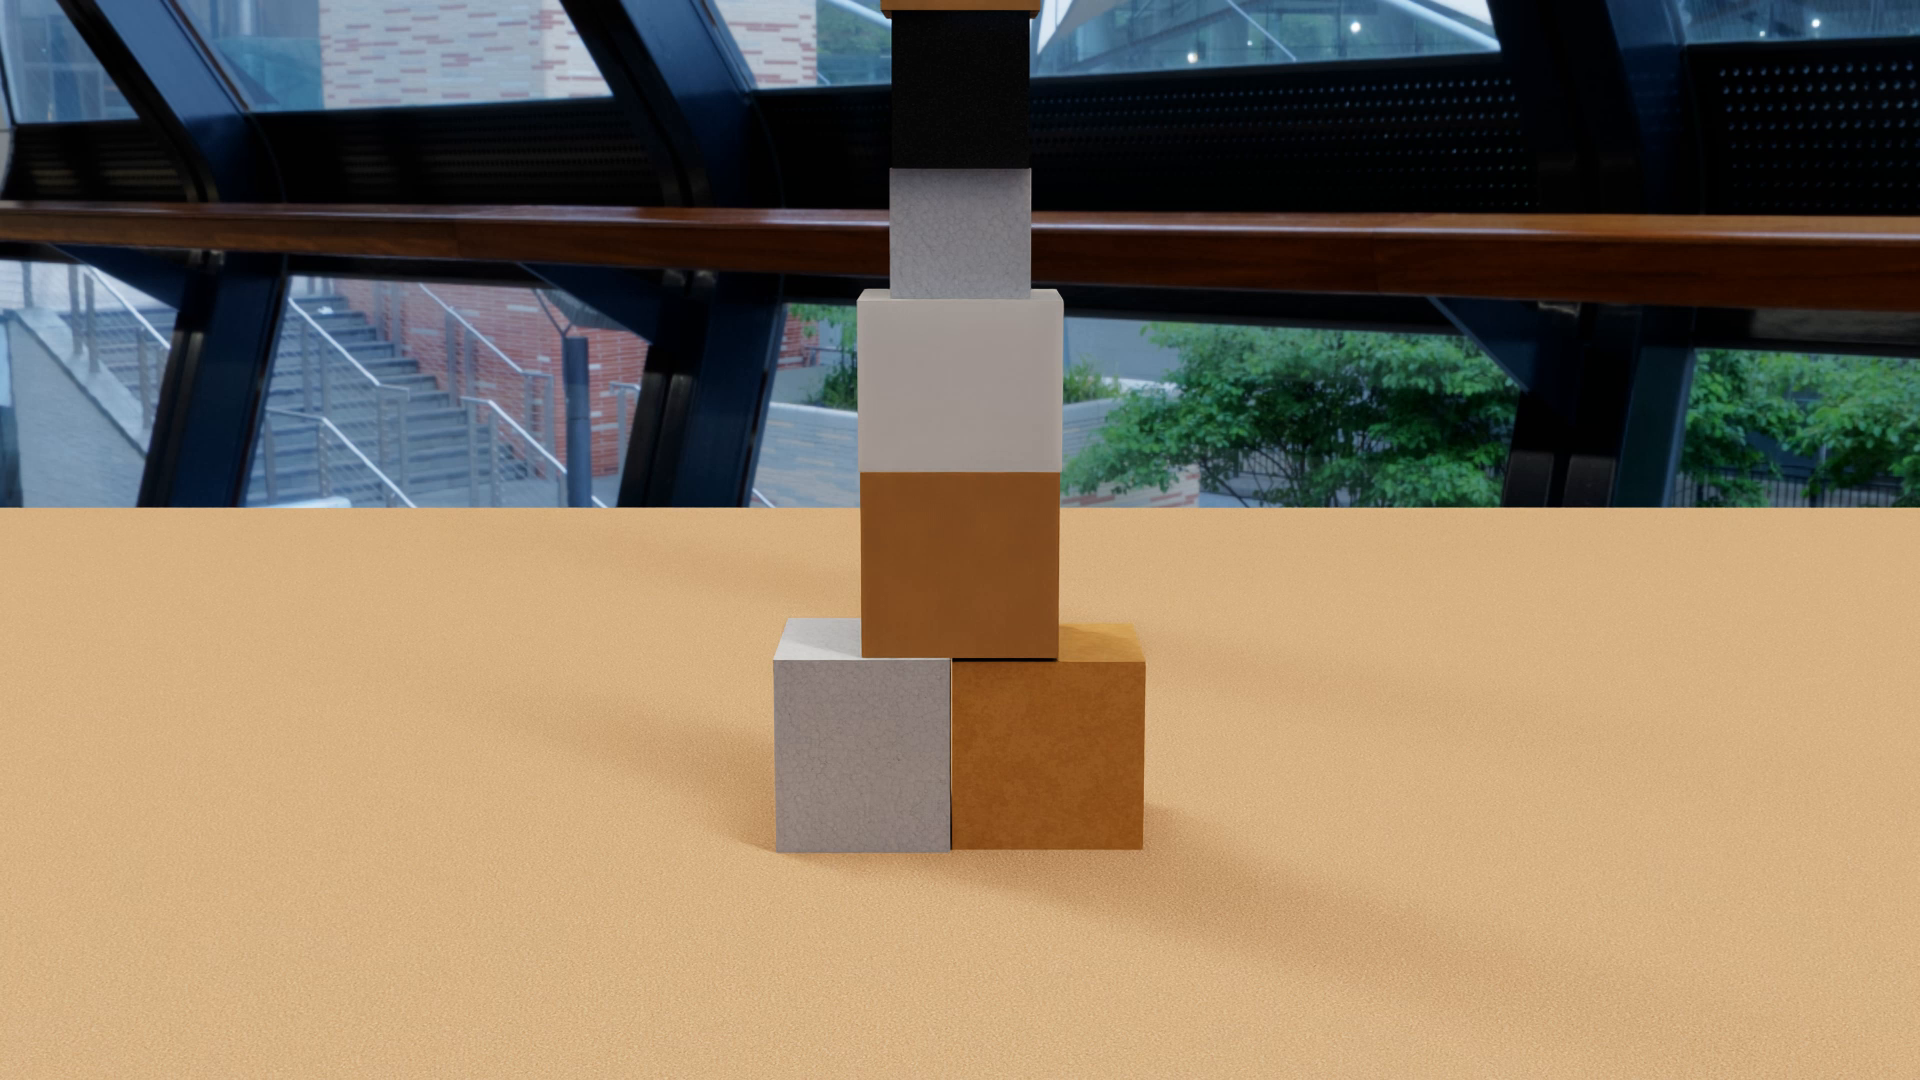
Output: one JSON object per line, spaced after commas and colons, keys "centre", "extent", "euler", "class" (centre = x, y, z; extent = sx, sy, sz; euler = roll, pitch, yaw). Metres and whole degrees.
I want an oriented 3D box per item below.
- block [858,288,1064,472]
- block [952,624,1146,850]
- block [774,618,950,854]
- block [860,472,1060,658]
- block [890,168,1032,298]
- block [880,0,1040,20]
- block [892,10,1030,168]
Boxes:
{"centre": [0.002, -0.816, 11.038], "extent": [0.992, 0.830, 0.834], "euler": [0, 10, 0], "class": "block"}
{"centre": [0.439, 0.998, 11.373], "extent": [0.956, 0.967, 0.881], "euler": [0, 10, 0], "class": "block"}
{"centre": [-0.483, 0.990, 11.355], "extent": [0.869, 0.990, 0.956], "euler": [0, 10, 0], "class": "block"}
{"centre": [0.001, 0.047, 11.193], "extent": [0.971, 0.923, 0.902], "euler": [0, 10, 0], "class": "block"}
{"centre": [0.002, -1.528, 10.894], "extent": [0.683, 0.623, 0.561], "euler": [0, 10, 0], "class": "block"}
{"centre": [0.004, -2.926, 10.660], "extent": [0.752, 0.739, 0.770], "euler": [0, 10, 0], "class": "block"}
{"centre": [0.003, -2.196, 10.768], "extent": [0.654, 0.737, 0.675], "euler": [0, 10, 0], "class": "block"}
